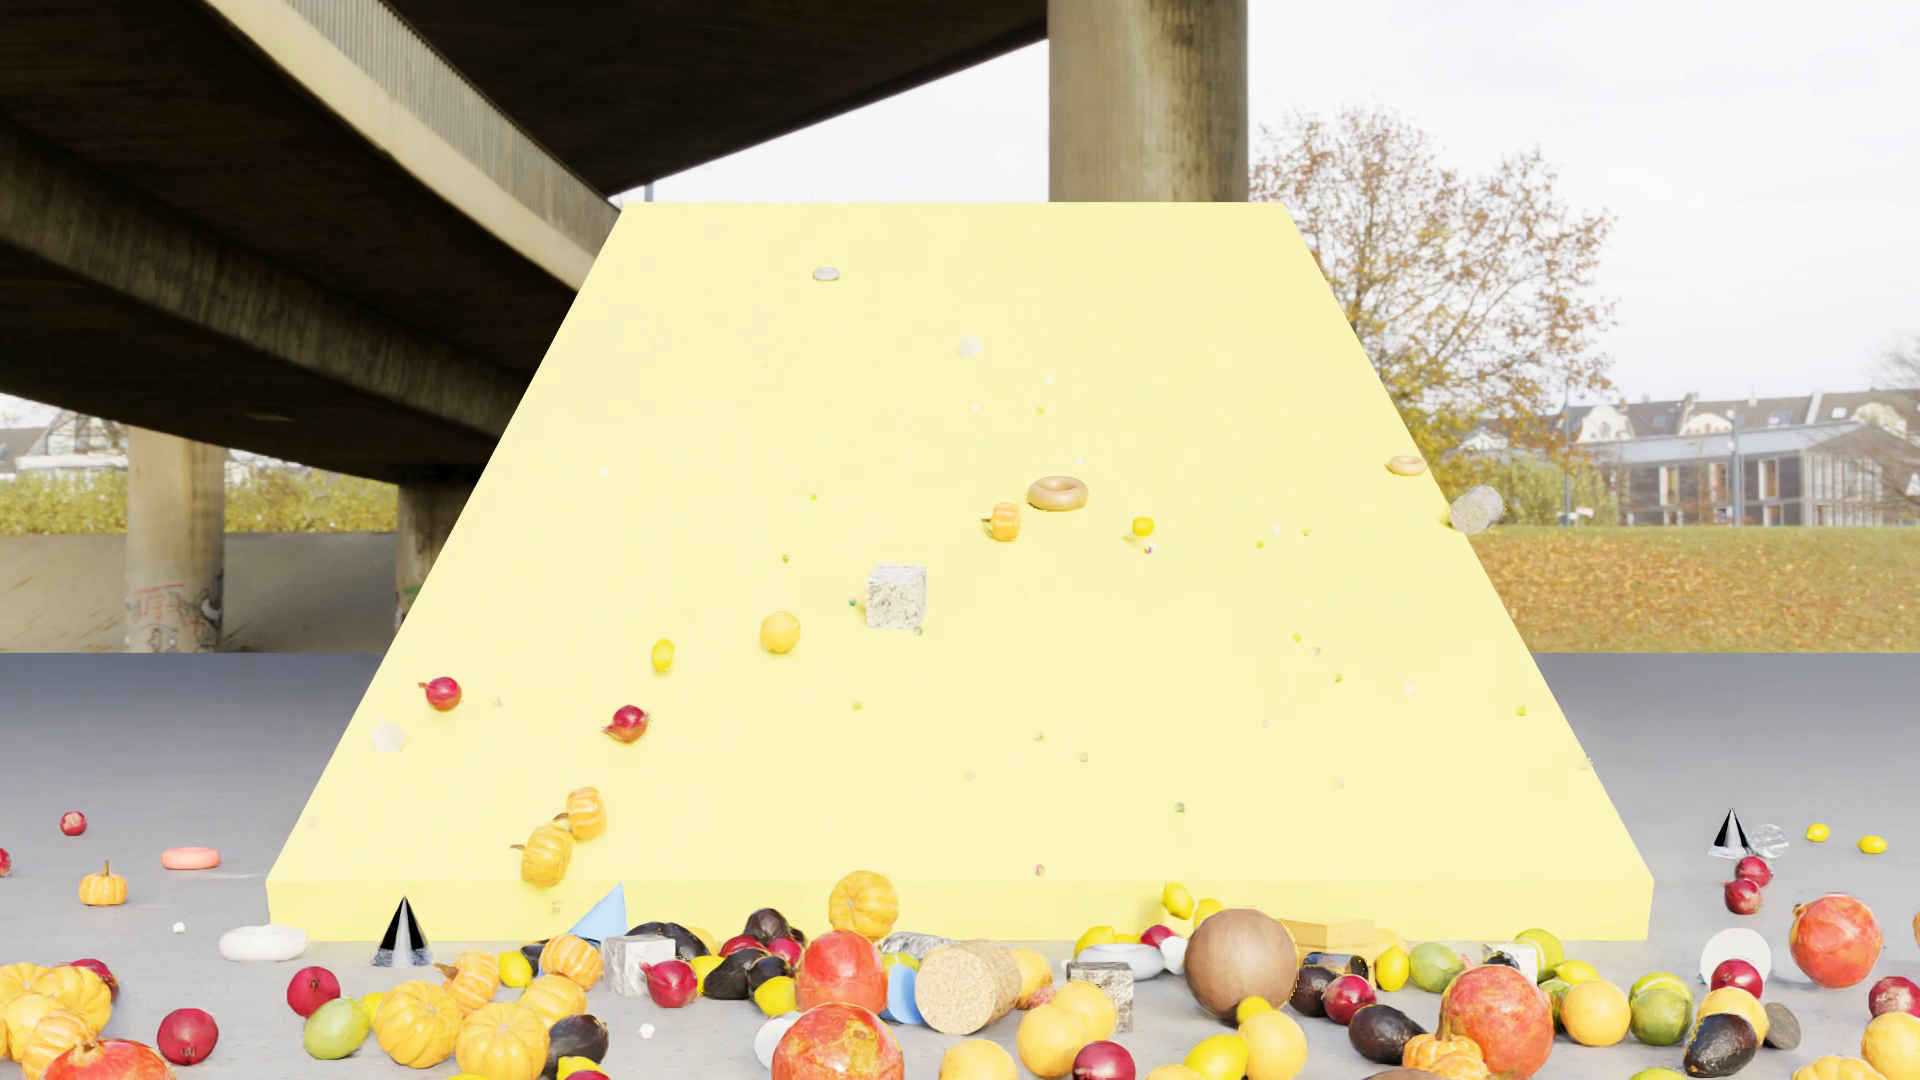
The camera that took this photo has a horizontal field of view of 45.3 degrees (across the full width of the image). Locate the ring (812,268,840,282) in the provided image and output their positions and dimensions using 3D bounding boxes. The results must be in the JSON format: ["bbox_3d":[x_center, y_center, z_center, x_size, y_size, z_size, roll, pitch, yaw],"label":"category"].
[{"bbox_3d":[-0.363,-0.718,6.223,0.077,0.026,0.077,-1,23,0],"label":"ring"}]

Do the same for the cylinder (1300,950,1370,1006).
[{"bbox_3d":[0.452,0.528,2.773,0.059,0.059,0.059,-3,-4,41],"label":"cylinder"}]

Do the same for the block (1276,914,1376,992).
[{"bbox_3d":[0.458,0.519,2.883,0.087,0.087,0.087,2,-3,-37],"label":"block"}]

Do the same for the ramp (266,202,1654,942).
[{"bbox_3d":[-0.007,-0.223,5.184,2.000,0.100,4.000,0,22,0],"label":"ramp"}]

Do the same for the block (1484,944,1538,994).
[{"bbox_3d":[0.686,0.534,2.869,0.055,0.055,0.055,0,-3,1],"label":"block"}]

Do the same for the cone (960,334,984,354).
[{"bbox_3d":[0.024,-0.465,5.609,0.057,0.057,0.057,1,-24,-12],"label":"cone"}]

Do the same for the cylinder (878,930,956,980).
[{"bbox_3d":[-0.049,0.523,2.836,0.075,0.075,0.075,2,-4,-42],"label":"cylinder"}]

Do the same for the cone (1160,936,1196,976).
[{"bbox_3d":[0.273,0.557,3.027,0.054,0.054,0.054,2,-30,-30],"label":"cone"}]

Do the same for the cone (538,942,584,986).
[{"bbox_3d":[-0.497,0.552,2.943,0.060,0.060,0.060,-1,-30,29],"label":"cone"}]

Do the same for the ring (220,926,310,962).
[{"bbox_3d":[-0.957,0.555,3.167,0.121,0.040,0.121,-1,-2,0],"label":"ring"}]

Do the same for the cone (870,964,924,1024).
[{"bbox_3d":[-0.083,0.535,2.647,0.071,0.071,0.071,2,-30,-43],"label":"cone"}]

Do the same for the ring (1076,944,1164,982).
[{"bbox_3d":[0.208,0.548,2.984,0.116,0.039,0.116,-1,-2,0],"label":"ring"}]

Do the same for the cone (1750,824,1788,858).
[{"bbox_3d":[1.650,0.631,4.718,0.073,0.073,0.073,0,-29,4],"label":"cone"}]

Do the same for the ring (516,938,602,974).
[{"bbox_3d":[-0.530,0.551,3.050,0.115,0.038,0.115,-1,-4,0],"label":"ring"}]

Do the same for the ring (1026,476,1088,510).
[{"bbox_3d":[0.199,-0.095,4.688,0.127,0.042,0.127,-1,23,0],"label":"ring"}]

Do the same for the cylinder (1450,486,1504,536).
[{"bbox_3d":[1.024,-0.059,4.559,0.081,0.081,0.081,-2,15,35],"label":"cylinder"}]

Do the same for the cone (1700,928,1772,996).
[{"bbox_3d":[0.984,0.542,2.869,0.089,0.089,0.089,-2,-30,42],"label":"cone"}]

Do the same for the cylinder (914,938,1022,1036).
[{"bbox_3d":[0.010,0.501,2.584,0.095,0.095,0.095,-1,-3,19],"label":"cylinder"}]

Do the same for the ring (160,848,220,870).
[{"bbox_3d":[-1.491,0.617,4.460,0.110,0.037,0.110,1,-2,0],"label":"ring"}]

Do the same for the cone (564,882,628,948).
[{"bbox_3d":[-0.476,0.508,3.128,0.098,0.098,0.098,15,-23,7],"label":"cone"}]

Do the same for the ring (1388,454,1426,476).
[{"bbox_3d":[0.945,-0.158,4.865,0.082,0.027,0.082,1,22,0],"label":"ring"}]

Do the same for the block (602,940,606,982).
[{"bbox_3d":[-0.429,0.540,2.960,0.052,0.052,0.052,0,-3,6],"label":"block"}]

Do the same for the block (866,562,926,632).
[{"bbox_3d":[-0.115,0.103,4.142,0.090,0.090,0.090,4,23,10],"label":"block"}]

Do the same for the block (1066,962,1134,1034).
[{"bbox_3d":[0.156,0.514,2.586,0.069,0.069,0.069,0,-3,-2],"label":"block"}]

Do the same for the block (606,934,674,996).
[{"bbox_3d":[-0.398,0.529,2.863,0.065,0.065,0.065,2,-3,-31],"label":"block"}]

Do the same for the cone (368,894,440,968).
[{"bbox_3d":[-0.754,0.526,3.122,0.094,0.094,0.094,0,-3,0],"label":"cone"}]

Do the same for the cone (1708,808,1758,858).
[{"bbox_3d":[1.584,0.597,4.719,0.100,0.100,0.100,0,-3,0],"label":"cone"}]

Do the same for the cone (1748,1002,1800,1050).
[{"bbox_3d":[0.864,0.531,2.474,0.054,0.054,0.054,1,-29,-27],"label":"cone"}]
